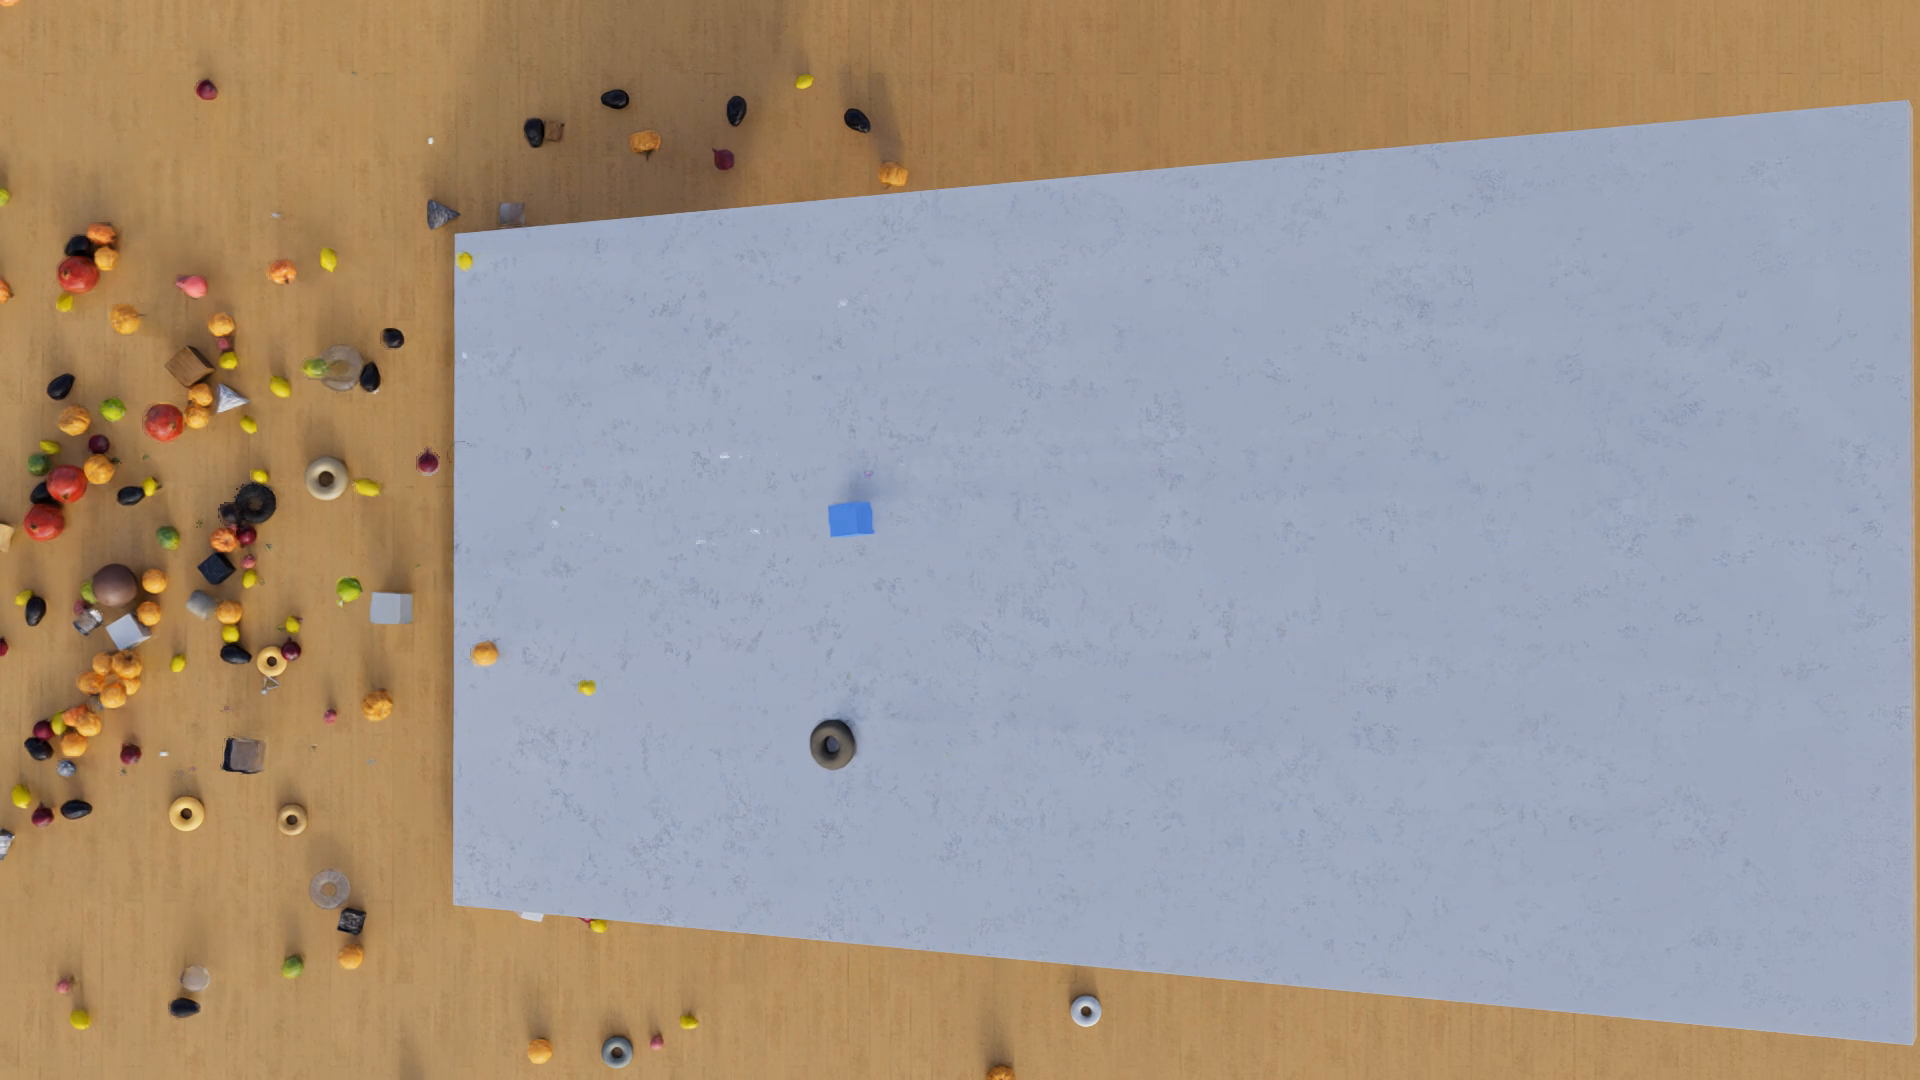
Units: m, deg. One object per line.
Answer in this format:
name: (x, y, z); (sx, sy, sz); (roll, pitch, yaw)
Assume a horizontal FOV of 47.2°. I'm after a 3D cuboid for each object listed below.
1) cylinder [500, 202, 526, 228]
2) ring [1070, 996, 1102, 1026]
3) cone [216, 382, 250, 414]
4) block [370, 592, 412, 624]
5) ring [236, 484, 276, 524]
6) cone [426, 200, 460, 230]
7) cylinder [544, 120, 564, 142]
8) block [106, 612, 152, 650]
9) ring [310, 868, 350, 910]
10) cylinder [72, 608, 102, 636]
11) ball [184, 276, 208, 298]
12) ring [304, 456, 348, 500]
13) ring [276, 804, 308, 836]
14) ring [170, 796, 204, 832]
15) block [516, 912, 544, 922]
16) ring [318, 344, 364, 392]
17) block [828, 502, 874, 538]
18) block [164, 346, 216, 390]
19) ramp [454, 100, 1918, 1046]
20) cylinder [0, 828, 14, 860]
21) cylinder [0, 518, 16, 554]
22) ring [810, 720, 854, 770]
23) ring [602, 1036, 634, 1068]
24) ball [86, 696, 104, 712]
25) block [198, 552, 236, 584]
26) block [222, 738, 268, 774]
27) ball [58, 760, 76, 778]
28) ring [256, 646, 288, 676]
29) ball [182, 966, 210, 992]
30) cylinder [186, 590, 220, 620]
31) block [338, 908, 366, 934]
cylinder: (-1.348, -0.978, 6.620); (0.065, 0.065, 0.065); (11, 89, -19)
ring: (0.379, 1.416, 6.612); (0.093, 0.031, 0.093); (0, 89, 1)
cone: (-2.186, -0.423, 6.625); (0.096, 0.096, 0.096); (4, 89, -27)
block: (-1.701, 0.204, 6.580); (0.090, 0.090, 0.090); (2, 89, 9)
ring: (-2.122, -0.109, 6.623); (0.123, 0.041, 0.123); (0, 90, 0)
cone: (-1.551, -0.981, 6.631); (0.092, 0.092, 0.092); (-6, 89, -27)
cylinder: (-1.226, -1.231, 6.627); (0.054, 0.054, 0.054); (8, 87, 0)
block: (-2.493, 0.275, 6.598); (0.082, 0.082, 0.082); (-32, 89, 0)
ring: (-1.896, 1.050, 6.611); (0.123, 0.041, 0.123); (0, 89, 1)
cylinder: (-2.621, 0.246, 6.609); (0.060, 0.060, 0.060); (-41, 90, 0)
ball: (-2.295, -0.762, 6.605); (0.067, 0.067, 0.067); (0, 89, 0)
ring: (-1.908, -0.185, 6.622); (0.134, 0.045, 0.134); (0, 91, -1)
ring: (-2.010, 0.842, 6.618); (0.094, 0.031, 0.094); (0, 88, -1)
ring: (-2.327, 0.823, 6.616); (0.105, 0.035, 0.105); (0, 88, 0)
block: (-1.284, 1.096, 6.585); (0.066, 0.066, 0.066); (20, 89, -31)
ring: (-1.866, -0.518, 6.624); (0.143, 0.048, 0.143); (0, 90, 1)
block: (-0.290, -0.053, 5.849); (0.084, 0.084, 0.084); (-7, 86, 28)
block: (-2.311, -0.518, 6.602); (0.090, 0.090, 0.090); (-43, 90, 0)
ramp: (0.275, 0.077, 5.646); (4.000, 0.100, 2.000); (0, 89, 28)
cylinder: (-2.889, 0.911, 6.596); (0.073, 0.073, 0.073); (22, 89, 0)
cylinder: (-2.887, -0.014, 6.602); (0.079, 0.079, 0.079); (27, 104, 0)
ring: (-0.342, 0.548, 5.893); (0.135, 0.045, 0.135); (0, 91, 28)
ring: (-1.030, 1.540, 6.610); (0.097, 0.032, 0.097); (0, 88, 0)
ball: (-2.599, 0.492, 6.611); (0.053, 0.053, 0.053); (0, 89, 0)
block: (-2.232, 0.086, 6.606); (0.069, 0.069, 0.069); (-40, 90, 0)
block: (-2.142, 0.646, 6.589); (0.093, 0.093, 0.093); (7, 89, 0)
ball: (-2.683, 0.688, 6.610); (0.050, 0.050, 0.050); (0, 89, 0)
ring: (-2.072, 0.365, 6.623); (0.092, 0.031, 0.092); (0, 88, 0)
ball: (-2.290, 1.315, 6.588); (0.081, 0.081, 0.081); (0, 89, 0)
cylinder: (-2.276, 0.195, 6.606); (0.069, 0.069, 0.069); (32, 90, 0)
block: (-1.826, 1.145, 6.600); (0.060, 0.060, 0.060); (15, 89, 0)
